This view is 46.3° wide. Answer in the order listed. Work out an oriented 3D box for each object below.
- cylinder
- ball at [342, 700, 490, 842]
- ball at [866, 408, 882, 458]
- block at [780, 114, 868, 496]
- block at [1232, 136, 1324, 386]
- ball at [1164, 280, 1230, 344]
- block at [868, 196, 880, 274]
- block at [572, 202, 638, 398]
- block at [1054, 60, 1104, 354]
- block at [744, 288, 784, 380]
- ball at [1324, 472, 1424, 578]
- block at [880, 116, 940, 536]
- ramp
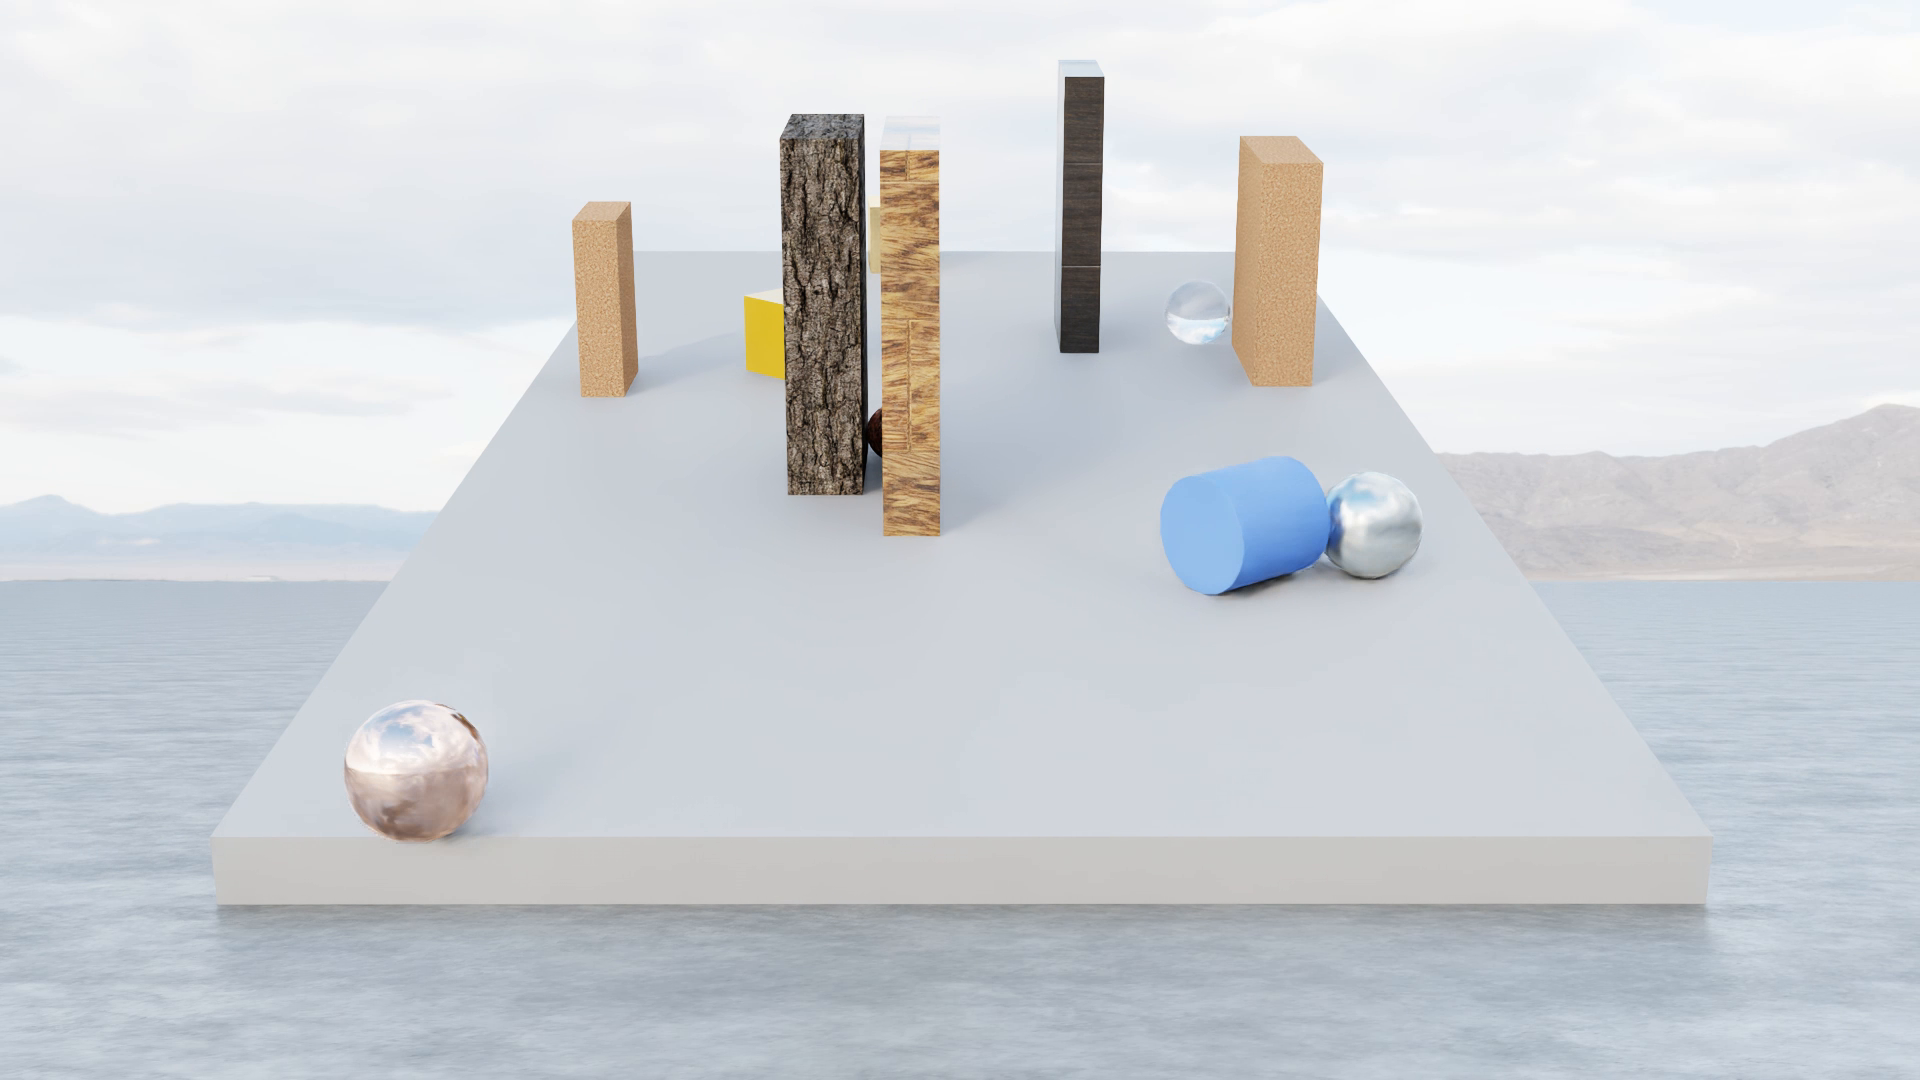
[{"bbox_3d":[0.497,-0.028,3.920,0.208,0.208,0.208,-14,7,-35],"label":"cylinder"},{"bbox_3d":[-0.716,0.304,2.955,0.187,0.187,0.187,0,-1,0],"label":"ball"},{"bbox_3d":[-0.133,-0.223,4.640,0.121,0.121,0.121,0,-1,0],"label":"ball"},{"bbox_3d":[-0.266,-0.475,4.480,0.147,0.700,0.346,0,18,0],"label":"block"},{"bbox_3d":[0.752,-0.672,5.357,0.138,0.521,0.423,0,18,0],"label":"block"},{"bbox_3d":[0.594,-0.570,5.617,0.162,0.162,0.162,0,-1,0],"label":"ball"},{"bbox_3d":[-0.169,-0.891,6.529,0.192,0.192,0.192,-1,19,-4],"label":"block"},{"bbox_3d":[-0.819,-0.559,5.192,0.099,0.408,0.245,0,18,0],"label":"block"},{"bbox_3d":[0.295,-0.838,5.609,0.096,0.675,0.353,0,18,0],"label":"block"},{"bbox_3d":[-0.385,-0.495,5.358,0.181,0.181,0.181,17,25,41],"label":"block"},{"bbox_3d":[0.722,-0.026,3.952,0.186,0.186,0.186,0,-1,0],"label":"ball"},{"bbox_3d":[-0.091,-0.417,4.280,0.105,0.718,0.439,0,18,0],"label":"block"},{"bbox_3d":[-0.004,-0.192,4.896,2.000,0.100,4.000,0,18,0],"label":"ramp"}]
